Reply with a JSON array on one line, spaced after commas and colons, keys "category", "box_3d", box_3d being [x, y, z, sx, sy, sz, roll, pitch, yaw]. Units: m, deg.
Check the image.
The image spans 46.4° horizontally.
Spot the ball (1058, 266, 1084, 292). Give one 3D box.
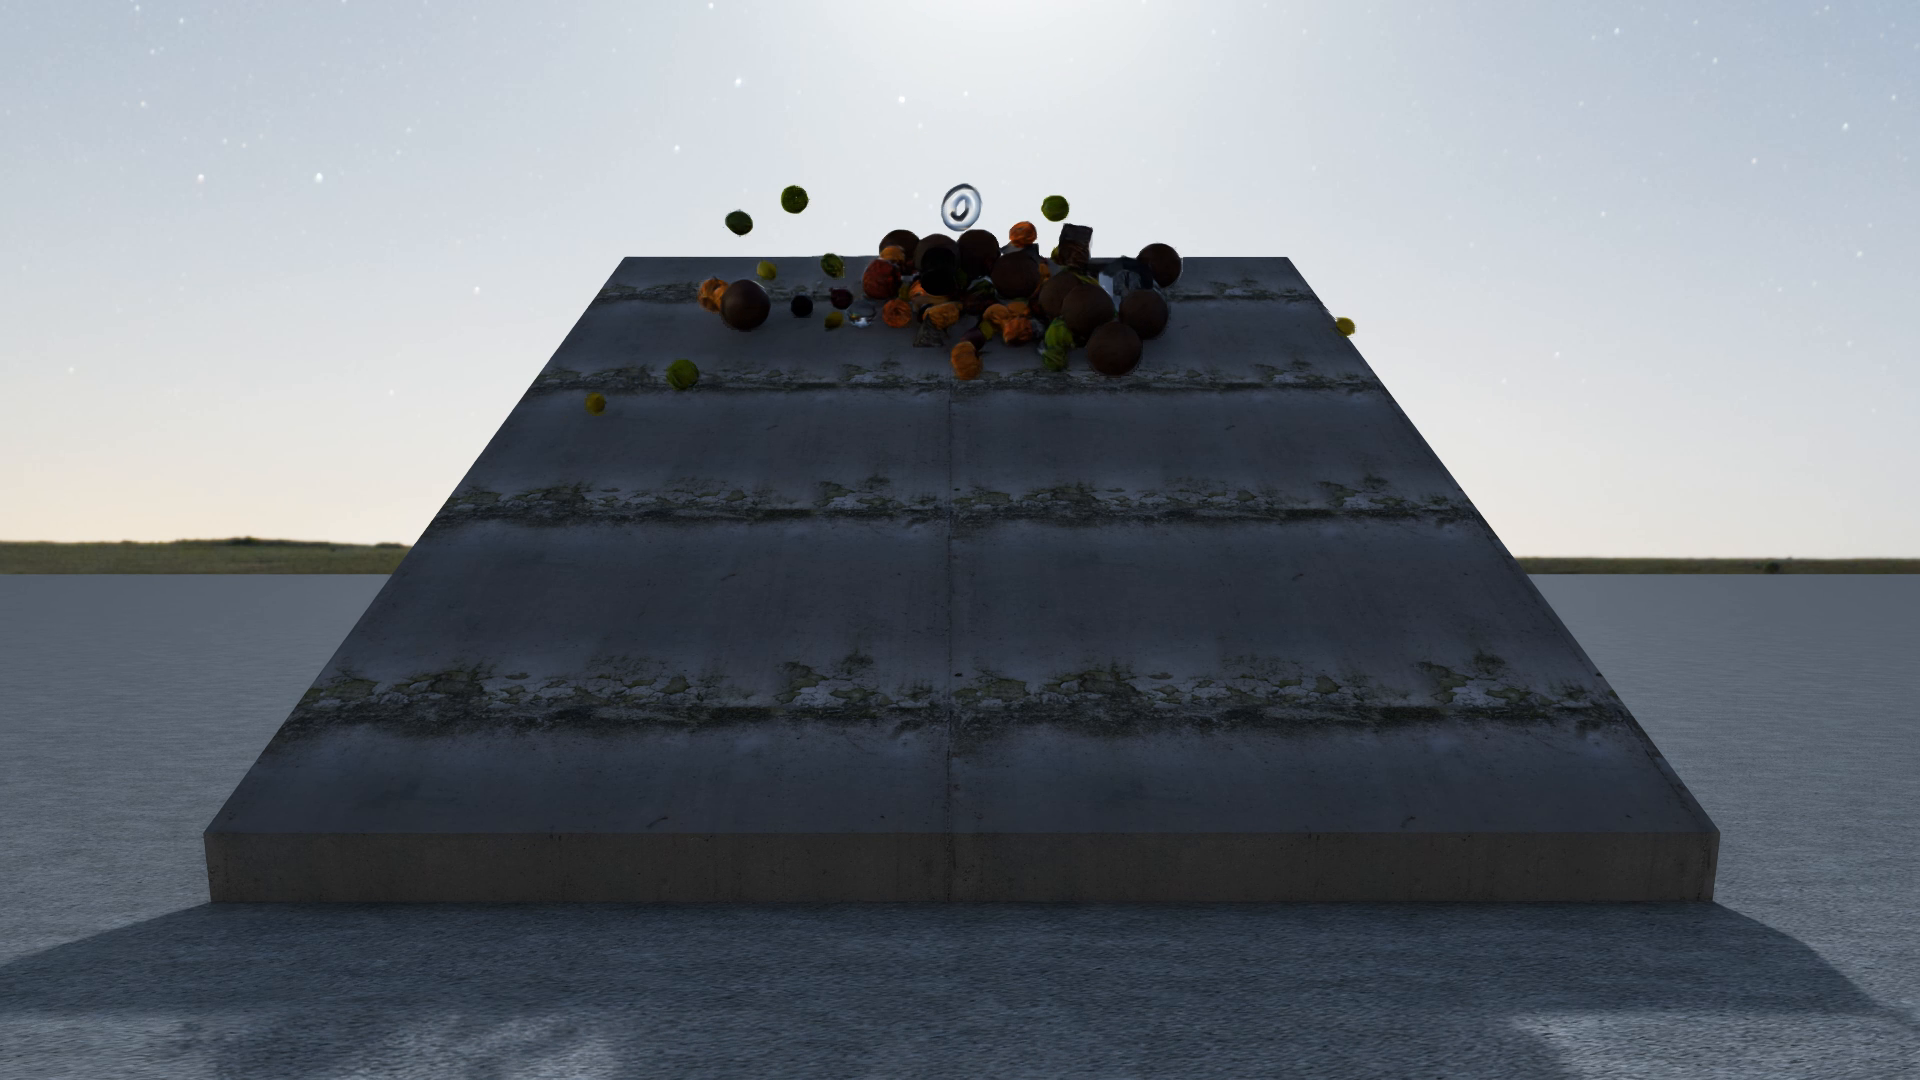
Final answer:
[{"category": "ball", "box_3d": [0.315, -0.730, 6.240, 0.080, 0.080, 0.080, 0, -1, 0]}]

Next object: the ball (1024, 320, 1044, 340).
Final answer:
[{"category": "ball", "box_3d": [0.188, -0.532, 5.676, 0.054, 0.054, 0.054, 0, -1, 0]}]

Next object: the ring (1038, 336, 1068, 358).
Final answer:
[{"category": "ring", "box_3d": [0.229, -0.475, 5.510, 0.077, 0.026, 0.077, -10, 40, 9]}]

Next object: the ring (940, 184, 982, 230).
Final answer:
[{"category": "ring", "box_3d": [0.004, -0.917, 6.168, 0.134, 0.134, 0.045, -1, -10, 39]}]

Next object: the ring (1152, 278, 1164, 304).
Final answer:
[{"category": "ring", "box_3d": [0.513, -0.691, 6.096, 0.037, 0.111, 0.111, -42, -1, 0]}]

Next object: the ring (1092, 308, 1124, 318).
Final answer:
[{"category": "ring", "box_3d": [0.397, -0.615, 5.970, 0.087, 0.029, 0.087, 0, 17, 0]}]

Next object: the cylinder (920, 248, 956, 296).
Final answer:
[{"category": "cylinder", "box_3d": [-0.058, -0.714, 5.956, 0.091, 0.091, 0.091, 1, -40, 1]}]

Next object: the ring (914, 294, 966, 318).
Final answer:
[{"category": "ring", "box_3d": [-0.052, -0.619, 5.930, 0.142, 0.047, 0.142, 8, 12, -2]}]

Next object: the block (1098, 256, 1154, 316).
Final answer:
[{"category": "block", "box_3d": [0.429, -0.657, 5.770, 0.098, 0.098, 0.098, 15, -31, -32]}]

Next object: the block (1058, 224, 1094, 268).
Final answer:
[{"category": "block", "box_3d": [0.315, -0.802, 6.101, 0.083, 0.083, 0.083, 9, 37, 7]}]

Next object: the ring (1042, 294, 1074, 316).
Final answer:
[{"category": "ring", "box_3d": [0.259, -0.626, 5.965, 0.093, 0.031, 0.093, -24, 7, 3]}]

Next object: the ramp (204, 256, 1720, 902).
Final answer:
[{"category": "ramp", "box_3d": [-0.004, -0.187, 4.866, 2.000, 0.100, 4.000, 0, 18, 0]}]

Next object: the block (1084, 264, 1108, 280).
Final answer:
[{"category": "block", "box_3d": [0.385, -0.700, 6.126, 0.094, 0.094, 0.094, 1, 18, 2]}]

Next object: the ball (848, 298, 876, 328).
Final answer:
[{"category": "ball", "box_3d": [-0.256, -0.590, 5.817, 0.075, 0.075, 0.075, 0, -1, 0]}]

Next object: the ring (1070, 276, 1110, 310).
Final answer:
[{"category": "ring", "box_3d": [0.347, -0.646, 5.850, 0.131, 0.044, 0.131, 28, -11, 6]}]

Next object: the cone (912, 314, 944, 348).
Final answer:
[{"category": "cone", "box_3d": [-0.081, -0.531, 5.625, 0.082, 0.082, 0.082, 0, 18, 0]}]

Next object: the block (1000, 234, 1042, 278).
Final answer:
[{"category": "block", "box_3d": [0.166, -0.772, 6.076, 0.071, 0.071, 0.071, 49, 0, -38]}]

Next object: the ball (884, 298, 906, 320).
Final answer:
[{"category": "ball", "box_3d": [-0.171, -0.608, 5.901, 0.056, 0.056, 0.056, 0, -1, 0]}]

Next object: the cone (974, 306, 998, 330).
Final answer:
[{"category": "cone", "box_3d": [0.069, -0.580, 5.808, 0.062, 0.062, 0.062, 0, 18, 0]}]

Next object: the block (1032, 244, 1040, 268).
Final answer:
[{"category": "block", "box_3d": [0.198, -0.838, 6.597, 0.064, 0.064, 0.064, 2, 18, 7]}]
